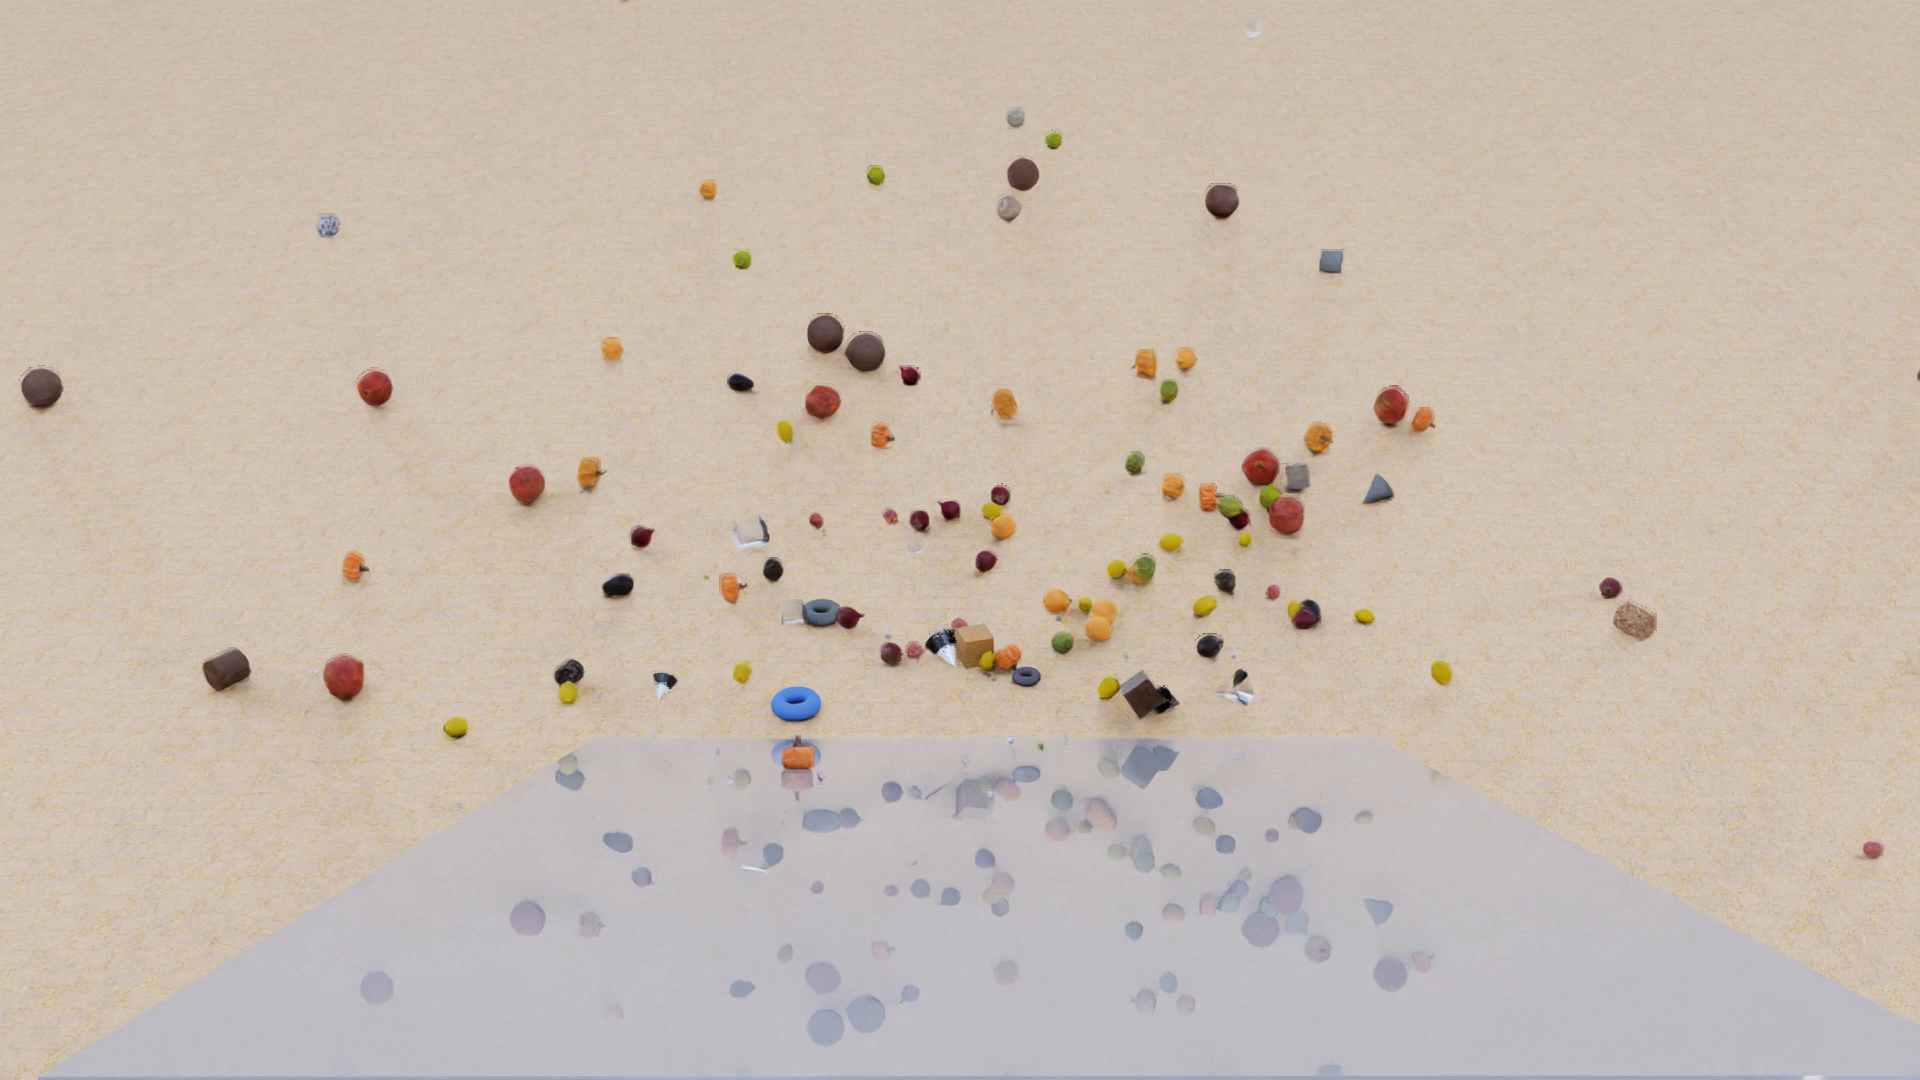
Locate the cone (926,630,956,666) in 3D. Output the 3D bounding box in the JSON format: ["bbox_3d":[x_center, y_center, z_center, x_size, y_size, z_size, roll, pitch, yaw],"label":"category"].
[{"bbox_3d":[-0.034,0.312,7.119,0.095,0.095,0.095,-14,58,-24],"label":"cone"}]

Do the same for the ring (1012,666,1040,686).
[{"bbox_3d":[0.180,0.371,7.029,0.078,0.026,0.078,-1,29,1],"label":"ring"}]

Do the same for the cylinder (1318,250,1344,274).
[{"bbox_3d":[1.371,-1.027,9.545,0.078,0.078,0.078,-3,26,21],"label":"cylinder"}]

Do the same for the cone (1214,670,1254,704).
[{"bbox_3d":[0.721,0.403,6.950,0.097,0.097,0.097,-14,17,35],"label":"cone"}]

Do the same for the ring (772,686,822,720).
[{"bbox_3d":[-0.437,0.436,6.889,0.134,0.045,0.134,-1,29,1],"label":"ring"}]

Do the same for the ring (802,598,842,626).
[{"bbox_3d":[-0.392,0.205,7.321,0.115,0.038,0.115,0,30,0],"label":"ring"}]

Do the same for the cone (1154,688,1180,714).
[{"bbox_3d":[0.563,0.433,6.908,0.071,0.071,0.071,13,16,-39],"label":"cone"}]

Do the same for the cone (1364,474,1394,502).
[{"bbox_3d":[1.273,-0.140,7.954,0.087,0.087,0.087,-38,39,-10],"label":"cone"}]

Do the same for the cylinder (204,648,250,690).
[{"bbox_3d":[-1.985,0.351,7.000,0.088,0.088,0.088,22,35,34],"label":"cylinder"}]

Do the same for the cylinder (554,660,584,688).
[{"bbox_3d":[-1.059,0.363,7.009,0.057,0.057,0.057,15,32,25],"label":"cylinder"}]

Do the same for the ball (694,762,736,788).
[{"bbox_3d":[-0.517,0.514,5.456,0.088,0.088,0.088,0,29,0],"label":"ball"}]

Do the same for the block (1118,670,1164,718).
[{"bbox_3d":[0.480,0.409,6.850,0.080,0.080,0.080,-35,15,2],"label":"block"}]

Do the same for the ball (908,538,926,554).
[{"bbox_3d":[-0.129,0.018,7.650,0.053,0.053,0.053,0,29,0],"label":"ball"}]

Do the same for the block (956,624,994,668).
[{"bbox_3d":[0.041,0.292,7.115,0.082,0.082,0.082,-9,30,-16],"label":"block"}]

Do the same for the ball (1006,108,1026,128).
[{"bbox_3d":[0.236,-1.787,10.943,0.081,0.081,0.081,0,29,0],"label":"ball"}]

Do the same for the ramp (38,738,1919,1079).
[{"bbox_3d":[0.064,0.575,4.619,2.000,0.100,4.000,0,1,0],"label":"ramp"}]

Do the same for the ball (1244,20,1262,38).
[{"bbox_3d":[1.366,-2.381,12.034,0.084,0.084,0.084,0,29,0],"label":"ball"}]

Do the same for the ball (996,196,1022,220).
[{"bbox_3d":[0.188,-1.285,10.002,0.096,0.096,0.096,0,29,0],"label":"ball"}]

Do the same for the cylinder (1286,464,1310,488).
[{"bbox_3d":[1.047,-0.198,8.009,0.069,0.069,0.069,-7,8,1],"label":"cylinder"}]

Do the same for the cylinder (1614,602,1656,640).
[{"bbox_3d":[1.886,0.228,7.227,0.082,0.082,0.082,-17,32,-28],"label":"cylinder"}]

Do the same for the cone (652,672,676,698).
[{"bbox_3d":[-0.803,0.403,6.965,0.067,0.067,0.067,4,61,8],"label":"cone"}]
